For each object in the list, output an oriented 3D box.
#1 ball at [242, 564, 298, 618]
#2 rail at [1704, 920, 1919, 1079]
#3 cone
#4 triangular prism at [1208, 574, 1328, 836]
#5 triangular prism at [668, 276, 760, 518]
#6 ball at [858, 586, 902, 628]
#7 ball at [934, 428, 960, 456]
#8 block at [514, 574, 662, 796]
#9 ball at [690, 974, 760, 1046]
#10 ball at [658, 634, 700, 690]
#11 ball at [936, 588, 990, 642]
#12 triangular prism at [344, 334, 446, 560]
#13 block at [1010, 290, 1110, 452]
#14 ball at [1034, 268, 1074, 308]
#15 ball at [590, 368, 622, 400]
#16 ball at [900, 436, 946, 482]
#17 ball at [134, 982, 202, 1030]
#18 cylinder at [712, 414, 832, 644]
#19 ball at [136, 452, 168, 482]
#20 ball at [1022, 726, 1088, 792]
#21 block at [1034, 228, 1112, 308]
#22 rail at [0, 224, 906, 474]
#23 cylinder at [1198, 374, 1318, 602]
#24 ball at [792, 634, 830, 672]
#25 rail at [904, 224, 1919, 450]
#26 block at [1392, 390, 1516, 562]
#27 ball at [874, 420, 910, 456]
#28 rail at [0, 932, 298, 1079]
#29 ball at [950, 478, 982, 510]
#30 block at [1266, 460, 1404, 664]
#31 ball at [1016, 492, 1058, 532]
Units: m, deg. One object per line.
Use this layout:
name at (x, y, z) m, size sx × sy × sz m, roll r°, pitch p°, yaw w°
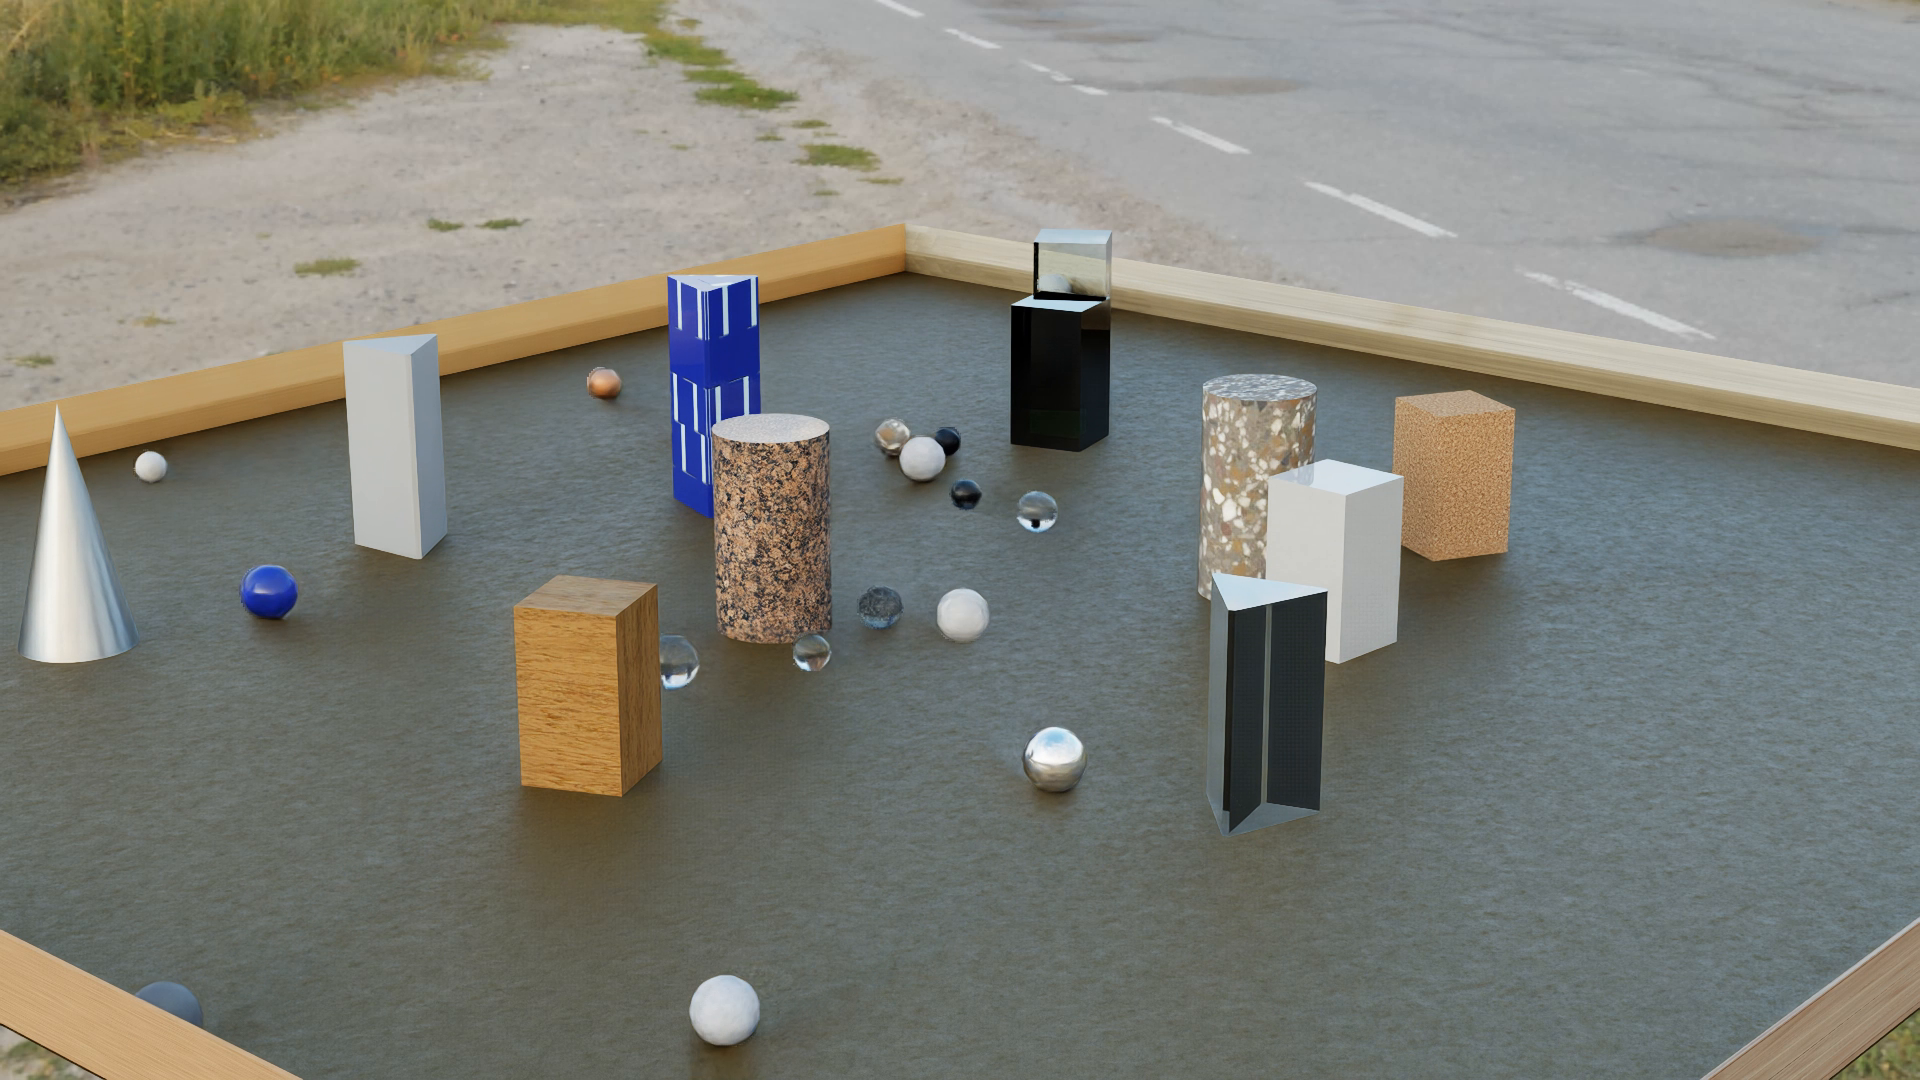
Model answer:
ball at (-1.176, 0.088, 4.999) m, size 0.093 × 0.093 × 0.093 m, roll 0°, pitch 17°, yaw 0°
rail at (1.463, 0.399, 3.904) m, size 0.045 × 0.127 × 4.065 m, roll 14°, pitch 22°, yaw 39°
cone at (-1.466, -0.025, 4.820) m, size 0.196 × 0.411 × 0.196 m, roll 0°, pitch 17°, yaw 0°
triangular prism at (0.400, 0.223, 4.135) m, size 0.170 × 0.331 × 0.147 m, roll -11°, pitch 20°, yaw -32°
triangular prism at (-0.494, -0.284, 5.630) m, size 0.147 × 0.440 × 0.170 m, roll 10°, pitch 19°, yaw 29°
ball at (-0.134, 0.113, 4.947) m, size 0.074 × 0.074 × 0.074 m, roll 0°, pitch 17°, yaw 0°
ball at (-0.028, -0.200, 6.015) m, size 0.057 × 0.057 × 0.057 m, roll 0°, pitch 17°, yaw 0°
block at (-0.540, 0.210, 4.278) m, size 0.157 × 0.274 × 0.157 m, roll 5°, pitch 17°, yaw 16°
ball at (-0.278, 0.556, 3.463) m, size 0.083 × 0.083 × 0.083 m, roll 0°, pitch 17°, yaw 0°
ball at (-0.458, 0.193, 4.657) m, size 0.088 × 0.088 × 0.088 m, roll 0°, pitch 17°, yaw 0°
ball at (0.005, 0.125, 4.883) m, size 0.089 × 0.089 × 0.089 m, roll 0°, pitch 17°, yaw 0°
triangular prism at (-1.008, -0.179, 5.385) m, size 0.170 × 0.381 × 0.147 m, roll 12°, pitch 21°, yaw 35°
block at (0.209, -0.352, 6.107) m, size 0.157 × 0.296 × 0.157 m, roll 8°, pitch 18°, yaw 24°
ball at (0.237, -0.635, 7.386) m, size 0.098 × 0.098 × 0.098 m, roll 0°, pitch 17°, yaw 0°
ball at (-0.782, -0.344, 6.470) m, size 0.070 × 0.070 × 0.070 m, roll 0°, pitch 17°, yaw 0°
ball at (-0.074, -0.161, 5.827) m, size 0.091 × 0.091 × 0.091 m, roll 0°, pitch 17°, yaw 0°
ball at (-0.933, 0.561, 3.435) m, size 0.088 × 0.088 × 0.088 m, roll 0°, pitch 17°, yaw 0°
cylinder at (-0.315, -0.021, 4.923) m, size 0.196 × 0.345 × 0.196 m, roll 0°, pitch 17°, yaw 0°
ball at (-1.607, -0.145, 5.825) m, size 0.062 × 0.062 × 0.062 m, roll 0°, pitch 17°, yaw 0°
ball at (0.137, 0.317, 4.236) m, size 0.094 × 0.094 × 0.094 m, roll 0°, pitch 17°, yaw 0°
block at (0.247, -0.492, 6.459) m, size 0.157 × 0.359 × 0.157 m, roll 2°, pitch 17°, yaw 7°
rail at (-1.463, -0.335, 6.336) m, size 0.045 × 0.127 × 4.065 m, roll 14°, pitch 22°, yaw 39°
cylinder at (0.516, -0.087, 5.103) m, size 0.196 × 0.367 × 0.196 m, roll 0°, pitch 17°, yaw 0°
ball at (-0.240, 0.182, 4.742) m, size 0.061 × 0.061 × 0.061 m, roll 0°, pitch 17°, yaw 0°
rail at (1.317, -0.406, 6.572) m, size 3.922 × 0.127 × 0.045 m, roll 14°, pitch 22°, yaw 39°
block at (0.902, -0.120, 5.381) m, size 0.157 × 0.270 × 0.157 m, roll -6°, pitch 18°, yaw -21°
ball at (-0.138, -0.208, 6.012) m, size 0.075 × 0.075 × 0.075 m, roll 0°, pitch 17°, yaw 0°
rail at (-1.317, 0.470, 3.668) m, size 3.922 × 0.127 × 0.045 m, roll 14°, pitch 22°, yaw 39°
ball at (0.011, -0.088, 5.637) m, size 0.060 × 0.060 × 0.060 m, roll 0°, pitch 17°, yaw 0°
block at (0.617, 0.033, 4.845) m, size 0.157 × 0.286 × 0.157 m, roll 16°, pitch 23°, yaw 42°
ball at (0.145, -0.053, 5.492) m, size 0.077 × 0.077 × 0.077 m, roll 0°, pitch 17°, yaw 0°
